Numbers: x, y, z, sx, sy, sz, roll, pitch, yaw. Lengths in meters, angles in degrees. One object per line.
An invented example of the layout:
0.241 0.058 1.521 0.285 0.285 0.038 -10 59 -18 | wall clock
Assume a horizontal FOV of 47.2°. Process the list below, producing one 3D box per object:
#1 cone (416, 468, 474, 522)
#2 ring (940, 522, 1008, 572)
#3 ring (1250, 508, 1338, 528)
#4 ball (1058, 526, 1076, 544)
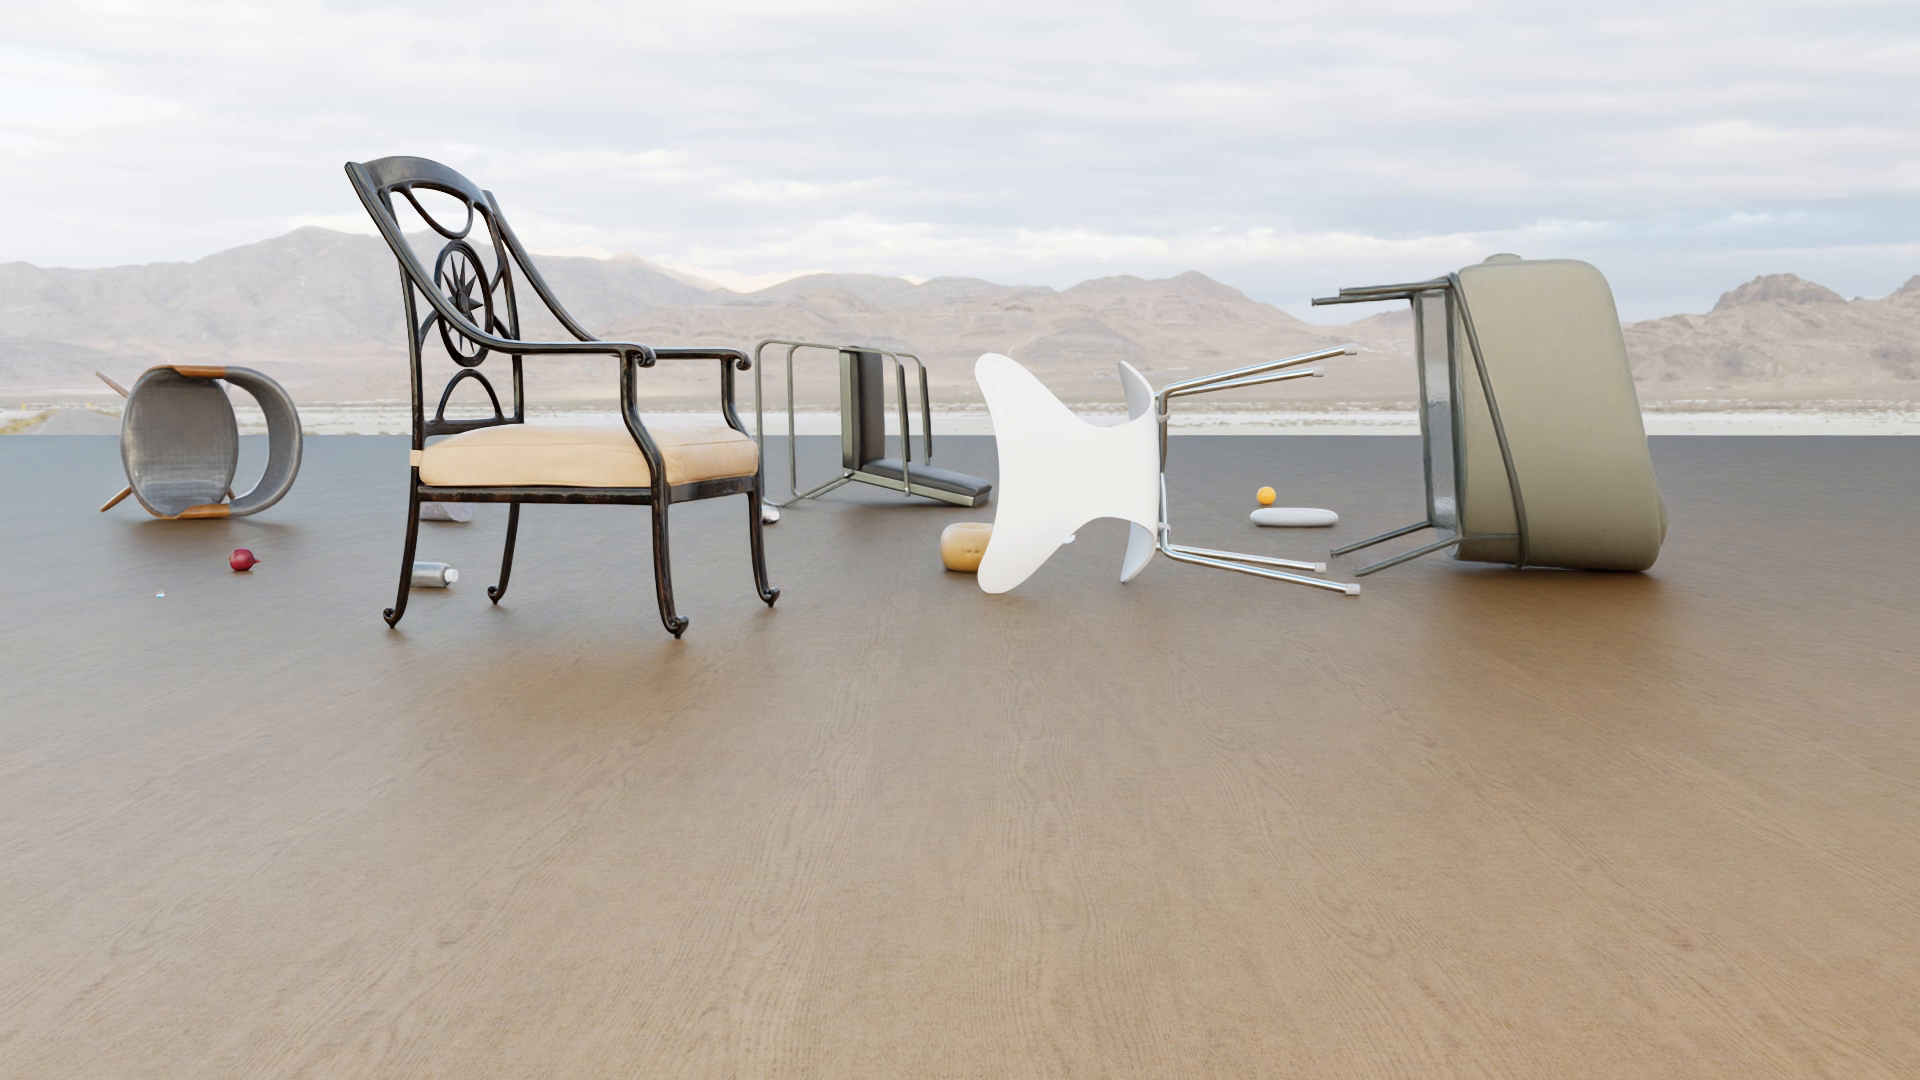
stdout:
-1.794 -0.112 7.523 0.209 0.207 0.155 -27 -38 28 | cone
0.035 0.018 5.518 0.172 0.108 0.334 2 5 1 | ring
1.100 -0.074 7.235 0.289 0.053 0.242 1 5 1 | ring
0.310 -0.016 6.396 0.052 0.052 0.052 0 4 0 | ball
